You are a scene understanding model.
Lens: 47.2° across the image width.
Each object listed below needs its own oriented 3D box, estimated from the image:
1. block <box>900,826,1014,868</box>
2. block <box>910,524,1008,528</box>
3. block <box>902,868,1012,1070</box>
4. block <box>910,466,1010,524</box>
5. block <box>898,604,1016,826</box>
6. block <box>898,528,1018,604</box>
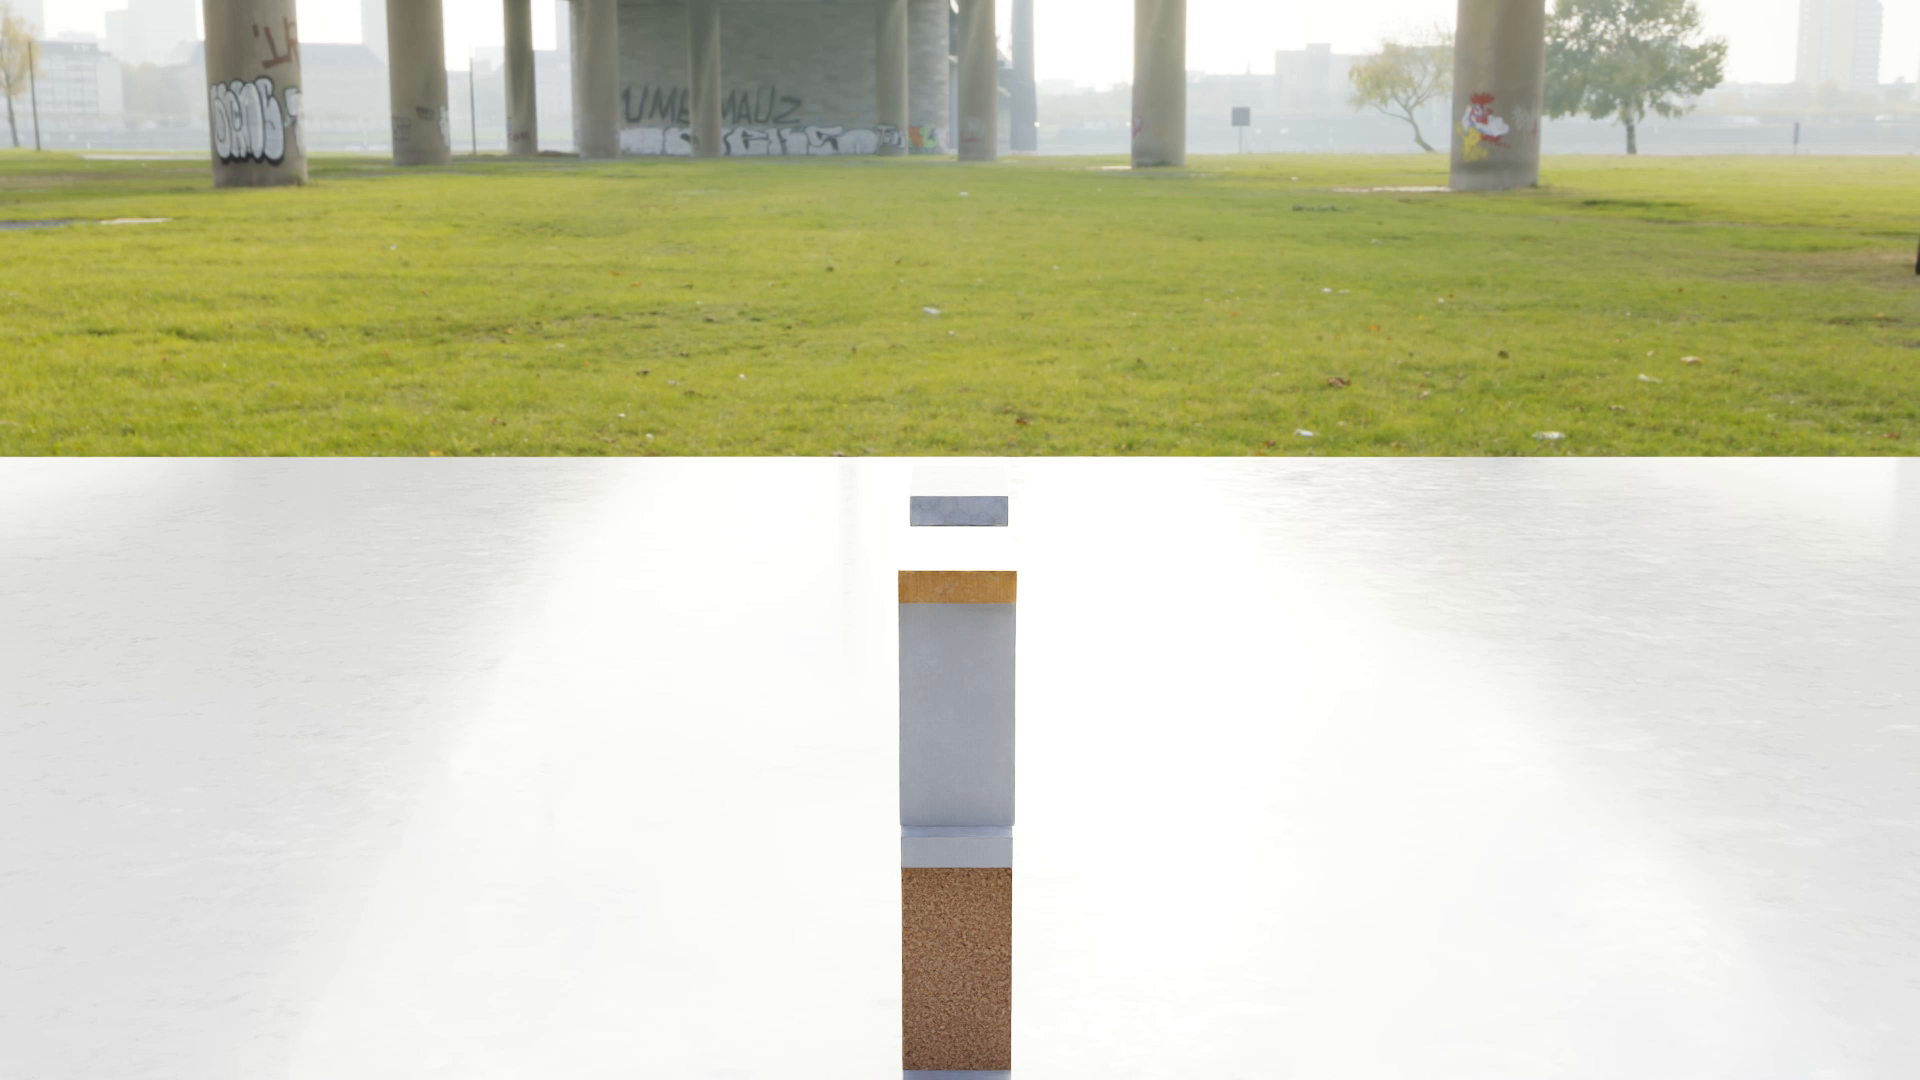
[{"bbox_3d":[-0.004,0.384,3.039,0.148,0.042,0.297,0,11,0],"label":"block"},{"bbox_3d":[-0.002,0.127,3.765,0.167,0.334,0.047,0,11,0],"label":"block"},{"bbox_3d":[-0.004,0.568,2.972,0.148,0.297,0.042,0,11,0],"label":"block"},{"bbox_3d":[-0.002,-0.081,3.839,0.167,0.047,0.334,0,11,0],"label":"block"},{"bbox_3d":[-0.004,0.225,2.927,0.155,0.310,0.044,0,11,0],"label":"block"},{"bbox_3d":[-0.003,0.032,2.996,0.155,0.044,0.310,0,11,0],"label":"block"}]
